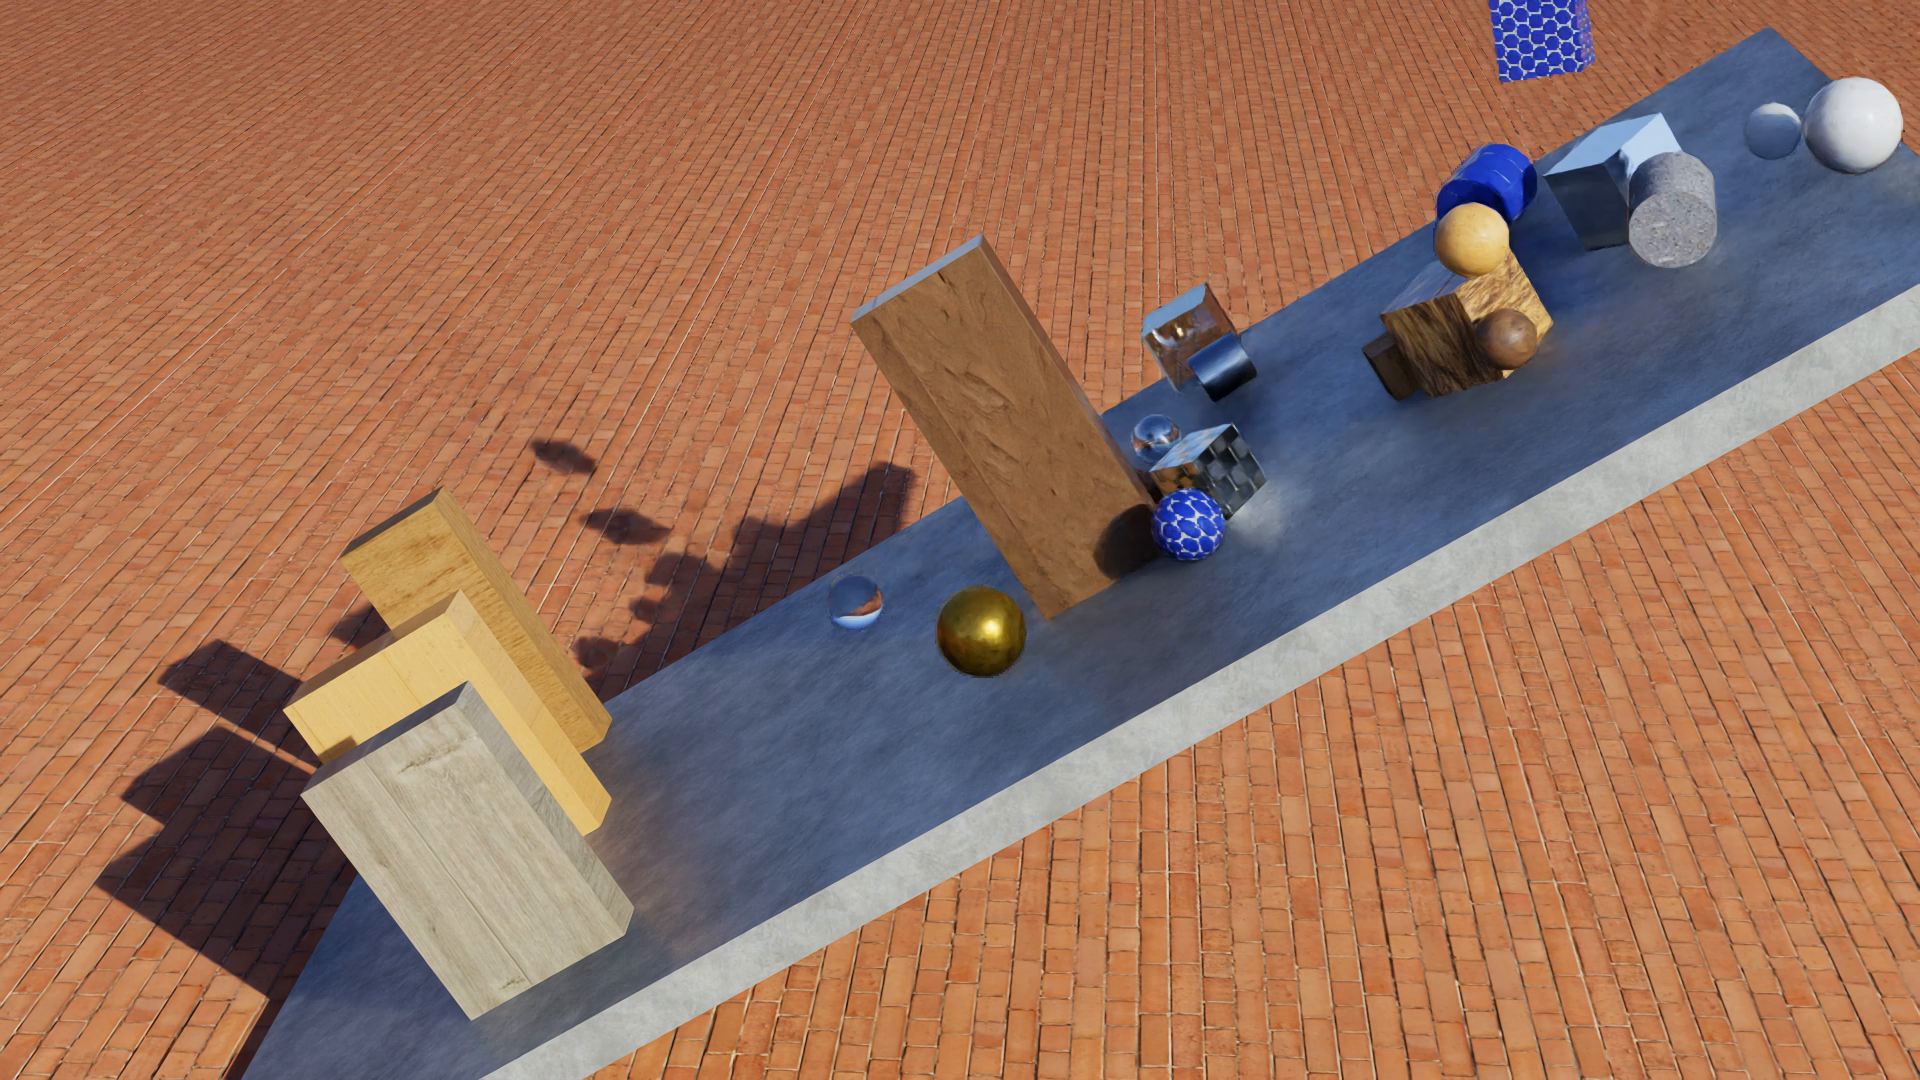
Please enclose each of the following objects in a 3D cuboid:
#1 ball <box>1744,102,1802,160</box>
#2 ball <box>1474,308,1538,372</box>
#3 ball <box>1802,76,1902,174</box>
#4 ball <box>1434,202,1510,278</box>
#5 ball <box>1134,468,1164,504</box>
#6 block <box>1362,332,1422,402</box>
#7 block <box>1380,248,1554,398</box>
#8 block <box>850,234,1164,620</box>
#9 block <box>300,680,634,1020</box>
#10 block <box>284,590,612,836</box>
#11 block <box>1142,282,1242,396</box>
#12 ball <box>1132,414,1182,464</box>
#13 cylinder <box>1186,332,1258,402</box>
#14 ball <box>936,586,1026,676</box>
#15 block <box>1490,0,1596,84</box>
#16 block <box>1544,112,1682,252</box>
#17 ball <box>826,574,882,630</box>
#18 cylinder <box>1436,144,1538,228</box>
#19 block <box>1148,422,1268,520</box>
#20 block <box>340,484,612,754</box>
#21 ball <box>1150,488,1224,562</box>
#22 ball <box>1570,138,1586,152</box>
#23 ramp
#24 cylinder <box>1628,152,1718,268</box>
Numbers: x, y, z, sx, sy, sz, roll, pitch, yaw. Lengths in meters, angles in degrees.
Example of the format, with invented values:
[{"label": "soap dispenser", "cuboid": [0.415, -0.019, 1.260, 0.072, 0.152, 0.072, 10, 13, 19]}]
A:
[{"label": "ball", "cuboid": [1.589, -0.799, 5.753, 0.111, 0.111, 0.111, 0, 20, 0]}, {"label": "ball", "cuboid": [1.043, -0.383, 5.622, 0.120, 0.120, 0.120, 0, 20, 0]}, {"label": "ball", "cuboid": [1.674, -0.778, 5.517, 0.180, 0.180, 0.180, 0, 20, 0]}, {"label": "ball", "cuboid": [0.983, -0.576, 5.648, 0.143, 0.143, 0.143, 0, 20, 0]}, {"label": "ball", "cuboid": [0.374, -0.092, 6.204, 0.117, 0.117, 0.117, 0, 20, 0]}, {"label": "block", "cuboid": [0.899, -0.364, 5.982, 0.107, 0.107, 0.107, -32, 15, 5]}, {"label": "block", "cuboid": [1.000, -0.435, 5.808, 0.202, 0.202, 0.202, -15, 24, 51]}, {"label": "block", "cuboid": [0.111, -0.223, 5.946, 0.305, 0.741, 0.101, -30, 15, 13]}, {"label": "block", "cuboid": [-0.978, 0.623, 5.869, 0.380, 0.582, 0.119, -30, 15, 13]}, {"label": "block", "cuboid": [-1.151, 0.485, 6.632, 0.450, 0.600, 0.149, -30, 15, 13]}, {"label": "block", "cuboid": [0.548, -0.476, 6.945, 0.169, 0.169, 0.169, -29, 15, 16]}, {"label": "ball", "cuboid": [0.434, -0.223, 6.505, 0.109, 0.109, 0.109, 0, 20, 0]}, {"label": "cylinder", "cuboid": [0.596, -0.393, 6.686, 0.118, 0.118, 0.118, -33, 21, 4]}, {"label": "ball", "cuboid": [0.043, 0.184, 5.904, 0.180, 0.180, 0.180, 0, 20, 0]}, {"label": "block", "cuboid": [1.144, -0.999, 5.771, 0.162, 0.162, 0.162, -6, 13, 22]}, {"label": "block", "cuboid": [1.358, -0.731, 6.020, 0.187, 0.187, 0.187, -40, 16, -23]}, {"label": "ball", "cuboid": [-0.241, 0.143, 6.726, 0.129, 0.129, 0.129, 0, 20, 0]}, {"label": "cylinder", "cuboid": [1.174, -0.768, 6.552, 0.170, 0.170, 0.170, 12, 40, 31]}, {"label": "block", "cuboid": [0.507, -0.131, 6.002, 0.142, 0.142, 0.142, -43, 17, -31]}, {"label": "block", "cuboid": [-1.181, 0.246, 7.208, 0.279, 0.722, 0.135, -30, 15, 13]}, {"label": "ball", "cuboid": [0.449, -0.029, 5.793, 0.146, 0.146, 0.146, 0, 20, 0]}, {"label": "ball", "cuboid": [1.376, -0.814, 6.377, 0.119, 0.119, 0.119, 0, 20, 0]}, {"label": "ramp", "cuboid": [0.141, 0.169, 6.292, 4.000, 0.100, 2.000, -30, 15, 13]}, {"label": "cylinder", "cuboid": [1.357, -0.630, 5.605, 0.163, 0.163, 0.163, 4, 34, 10]}]
